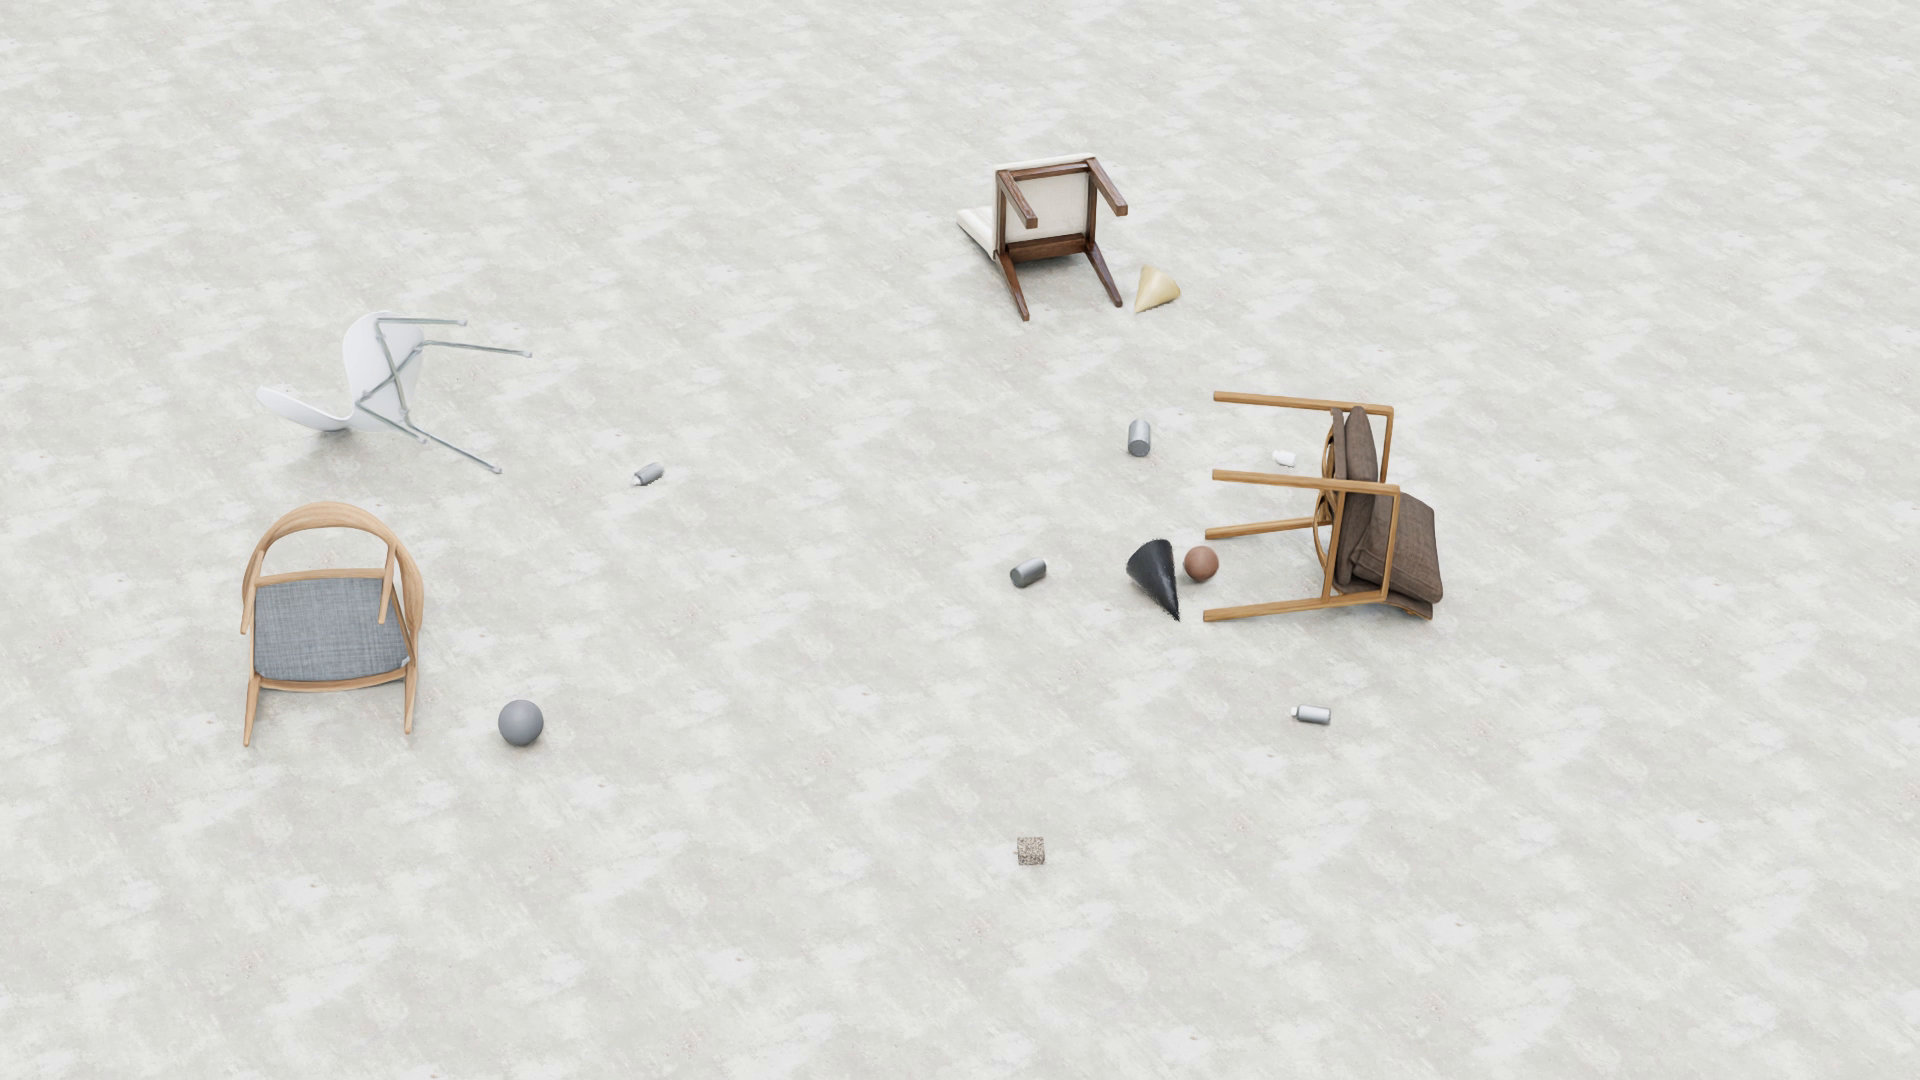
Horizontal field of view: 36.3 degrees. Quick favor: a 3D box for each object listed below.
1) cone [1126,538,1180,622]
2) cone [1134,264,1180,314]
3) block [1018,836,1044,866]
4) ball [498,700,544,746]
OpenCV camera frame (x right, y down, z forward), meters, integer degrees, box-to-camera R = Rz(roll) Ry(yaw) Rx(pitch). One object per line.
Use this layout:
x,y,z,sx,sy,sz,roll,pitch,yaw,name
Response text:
0.738,0.183,10.563,0.180,0.249,0.288,-15,60,-16,cone
0.794,-1.027,12.436,0.204,0.140,0.215,37,64,5,cone
0.228,0.997,9.394,0.083,0.041,0.091,-1,33,-1,block
-1.479,0.613,9.873,0.154,0.154,0.154,0,33,0,ball
